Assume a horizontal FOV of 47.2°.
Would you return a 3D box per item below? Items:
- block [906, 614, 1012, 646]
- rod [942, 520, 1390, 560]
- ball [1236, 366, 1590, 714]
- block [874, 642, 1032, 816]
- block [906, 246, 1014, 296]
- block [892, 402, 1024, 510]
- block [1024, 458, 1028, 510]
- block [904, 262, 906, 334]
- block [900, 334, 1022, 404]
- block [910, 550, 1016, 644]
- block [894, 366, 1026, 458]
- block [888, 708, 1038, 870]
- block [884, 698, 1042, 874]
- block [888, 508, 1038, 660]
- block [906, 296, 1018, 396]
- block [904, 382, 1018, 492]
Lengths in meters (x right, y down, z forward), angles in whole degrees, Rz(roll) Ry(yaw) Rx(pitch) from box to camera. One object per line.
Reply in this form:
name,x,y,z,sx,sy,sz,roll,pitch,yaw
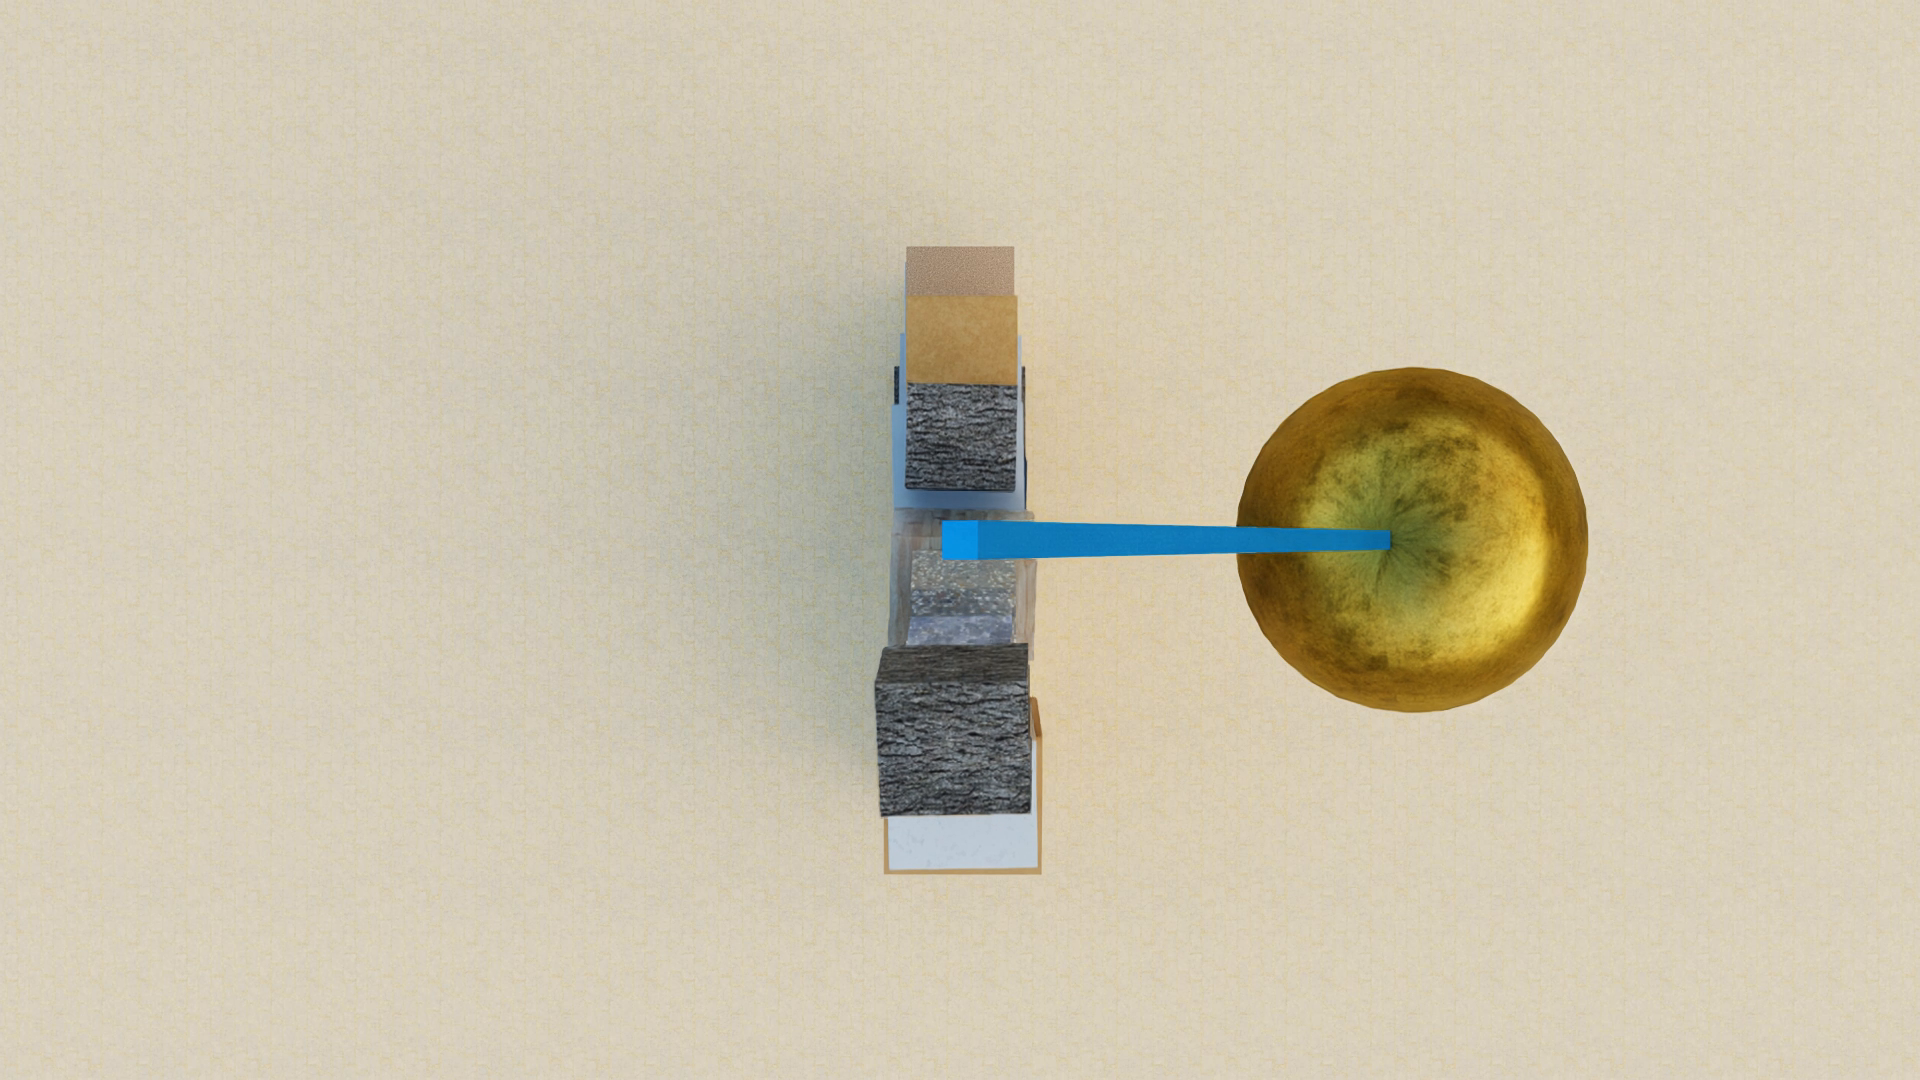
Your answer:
block,0.007,0.651,9.692,0.451,0.494,0.493,-1,108,3
rod,0.899,0.000,6.962,0.080,5.200,0.080,0,90,20
ball,2.074,0.000,10.152,1.600,1.600,1.600,0,90,0
block,-0.018,0.786,9.185,0.618,0.524,0.569,-1,104,3
block,0.002,-1.349,12.211,0.587,0.535,0.491,0,90,0
block,-0.008,-0.342,11.266,0.655,0.589,0.681,-1,91,0
block,-0.004,-0.079,11.936,0.699,0.706,0.755,2,94,0
block,-0.002,-1.278,12.739,0.621,0.521,0.597,0,90,0
block,0.001,-0.791,12.004,0.650,0.546,0.613,1,90,0
block,0.017,0.375,10.103,0.469,0.423,0.533,0,114,0
block,-0.001,-0.621,12.639,0.735,0.723,0.697,0,90,0
block,0.011,1.237,11.048,0.725,0.707,0.632,-1,99,0
block,0.015,1.312,11.864,0.825,0.880,0.741,0,99,0
block,0.013,0.204,10.676,0.690,0.671,0.587,1,102,0
block,0.010,-0.995,11.489,0.570,0.485,0.511,0,90,0
block,0.007,-0.497,10.729,0.527,0.482,0.501,1,91,0
